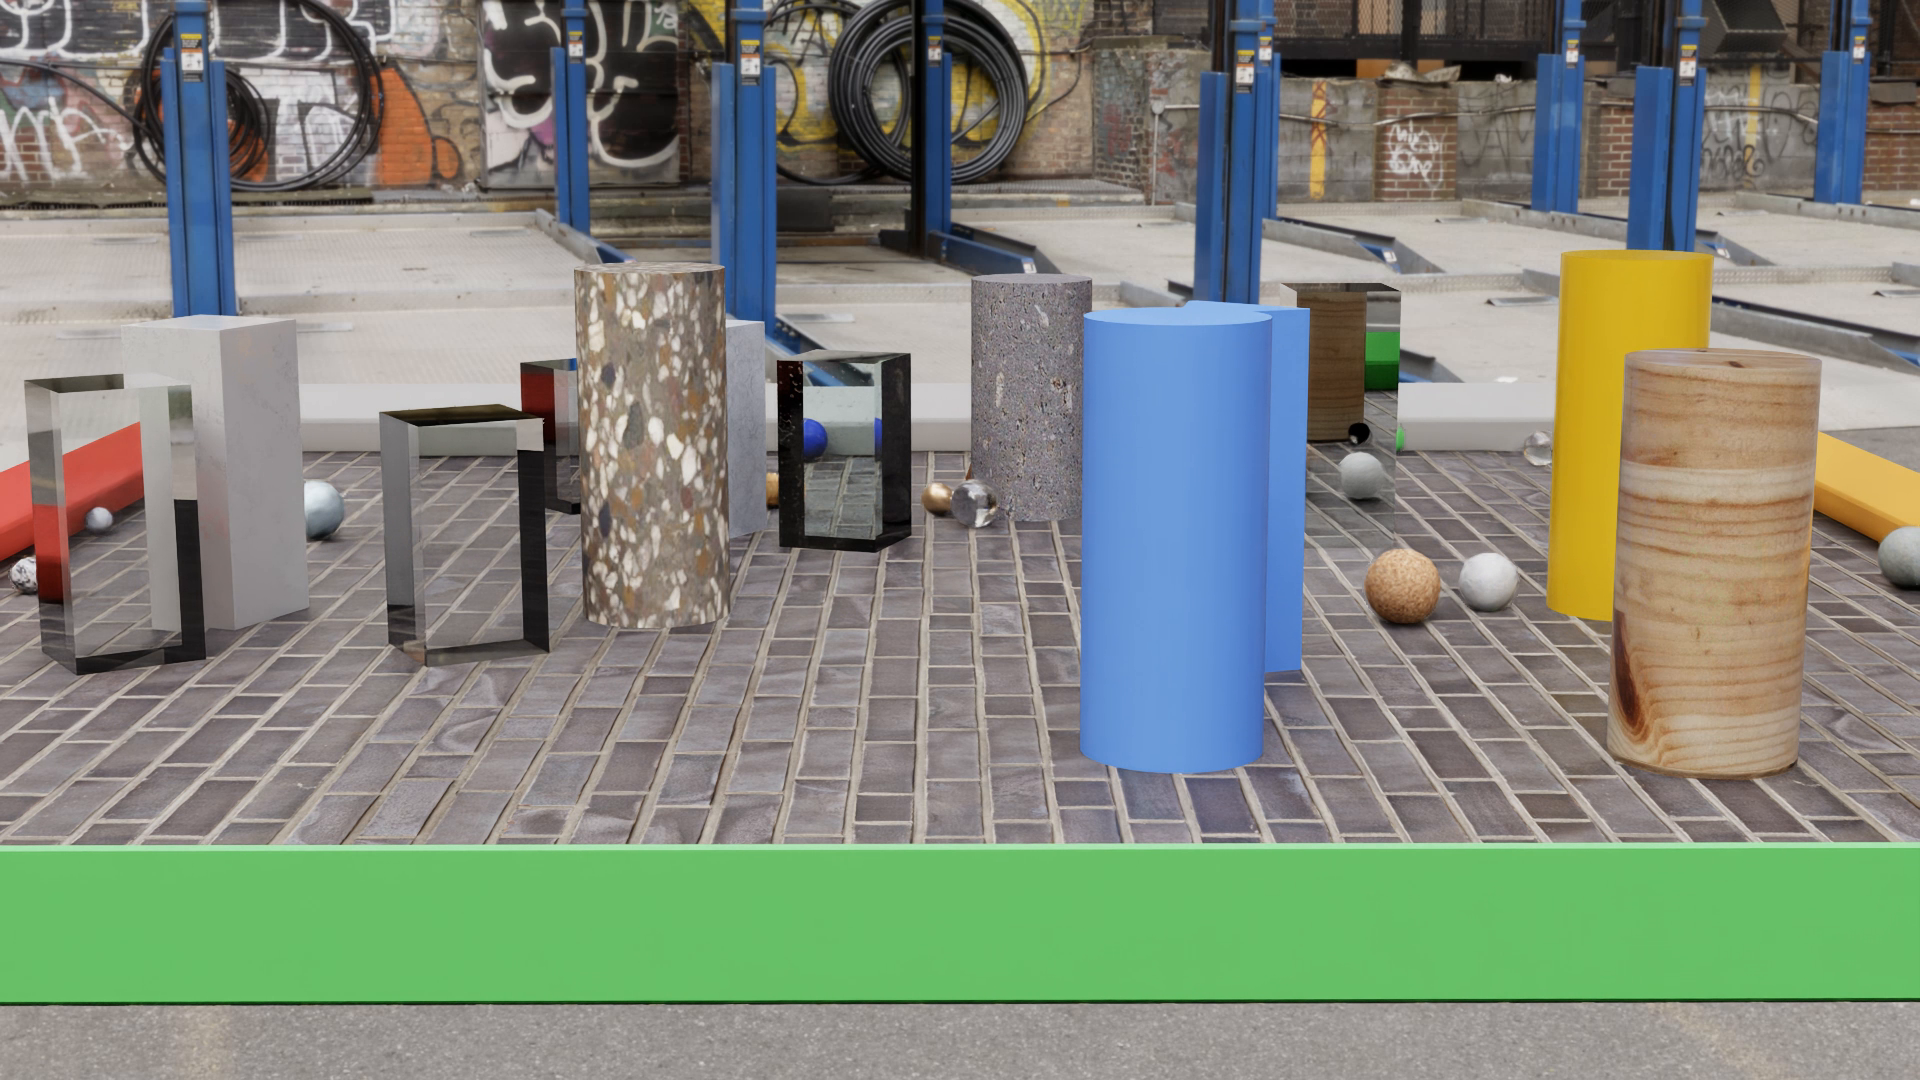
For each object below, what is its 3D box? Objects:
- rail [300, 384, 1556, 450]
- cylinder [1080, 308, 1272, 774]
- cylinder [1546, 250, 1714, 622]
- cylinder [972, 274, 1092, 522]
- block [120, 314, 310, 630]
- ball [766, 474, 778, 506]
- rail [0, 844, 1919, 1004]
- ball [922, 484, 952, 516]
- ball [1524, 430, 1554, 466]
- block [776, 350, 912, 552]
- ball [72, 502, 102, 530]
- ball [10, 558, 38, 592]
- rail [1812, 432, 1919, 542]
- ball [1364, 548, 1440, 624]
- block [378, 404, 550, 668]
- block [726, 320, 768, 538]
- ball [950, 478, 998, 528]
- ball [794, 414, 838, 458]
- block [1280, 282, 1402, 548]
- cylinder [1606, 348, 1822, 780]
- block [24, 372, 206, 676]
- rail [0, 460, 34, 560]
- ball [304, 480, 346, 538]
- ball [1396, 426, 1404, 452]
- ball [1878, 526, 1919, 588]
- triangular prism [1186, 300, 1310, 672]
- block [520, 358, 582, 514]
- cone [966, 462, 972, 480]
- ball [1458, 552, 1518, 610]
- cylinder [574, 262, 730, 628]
[{"bbox_3d":[-0.008,-0.230,4.871,2.853,0.128,0.045,0,10,0],"label":"rail"},{"bbox_3d":[0.228,-0.005,2.727,0.197,0.467,0.197,0,10,0],"label":"cylinder"},{"bbox_3d":[0.899,-0.144,3.449,0.197,0.478,0.197,0,10,0],"label":"cylinder"},{"bbox_3d":[0.117,-0.237,4.208,0.197,0.384,0.197,0,10,0],"label":"cylinder"},{"bbox_3d":[-0.988,-0.094,3.412,0.158,0.393,0.158,4,11,22],"label":"block"},{"bbox_3d":[-0.315,-0.084,4.284,0.056,0.056,0.056,0,10,0],"label":"ball"},{"bbox_3d":[0.008,0.296,2.027,2.853,0.128,0.045,0,10,0],"label":"rail"},{"bbox_3d":[-0.035,-0.067,4.200,0.053,0.053,0.053,0,10,0],"label":"ball"},{"bbox_3d":[1.068,-0.169,4.715,0.065,0.065,0.065,0,10,0],"label":"ball"},{"bbox_3d":[-0.176,-0.140,3.951,0.158,0.287,0.158,4,11,19],"label":"block"},{"bbox_3d":[-1.384,-0.038,4.067,0.044,0.044,0.044,0,10,0],"label":"ball"},{"bbox_3d":[-1.300,0.049,3.584,0.049,0.049,0.049,0,10,0],"label":"ball"},{"bbox_3d":[1.403,0.031,3.457,0.045,0.128,2.940,0,10,0],"label":"rail"},{"bbox_3d":[0.584,0.061,3.386,0.099,0.099,0.099,0,10,0],"label":"ball"},{"bbox_3d":[-0.622,-0.009,3.219,0.158,0.297,0.158,-6,12,-29],"label":"block"},{"bbox_3d":[-0.415,-0.175,4.026,0.158,0.329,0.158,6,12,30],"label":"block"},{"bbox_3d":[0.023,-0.059,4.090,0.077,0.077,0.077,0,10,0],"label":"ball"},{"bbox_3d":[-0.270,-0.196,4.818,0.081,0.081,0.081,0,10,0],"label":"ball"},{"bbox_3d":[0.580,-0.194,3.958,0.158,0.391,0.158,0,11,-2],"label":"block"},{"bbox_3d":[0.792,0.020,2.704,0.197,0.426,0.197,0,10,0],"label":"cylinder"},{"bbox_3d":[-1.045,-0.025,3.175,0.158,0.343,0.158,-7,13,-33],"label":"block"},{"bbox_3d":[-1.403,0.034,3.441,0.045,0.128,2.940,0,10,0],"label":"rail"},{"bbox_3d":[-1.003,-0.047,3.994,0.090,0.090,0.090,0,10,0],"label":"ball"},{"bbox_3d":[0.804,-0.192,4.837,0.066,0.066,0.066,0,10,0],"label":"ball"},{"bbox_3d":[1.340,0.024,3.616,0.087,0.087,0.087,0,10,0],"label":"ball"},{"bbox_3d":[0.312,-0.066,3.136,0.171,0.440,0.148,-4,11,-20],"label":"triangular prism"},{"bbox_3d":[-0.624,-0.178,4.292,0.158,0.237,0.158,-8,13,-38],"label":"block"},{"bbox_3d":[0.106,-0.251,4.497,0.197,0.306,0.197,0,10,0],"label":"cone"},{"bbox_3d":[0.714,0.056,3.464,0.079,0.079,0.079,0,10,0],"label":"ball"},{"bbox_3d":[-0.408,-0.130,3.416,0.197,0.463,0.197,0,10,0],"label":"cylinder"}]
